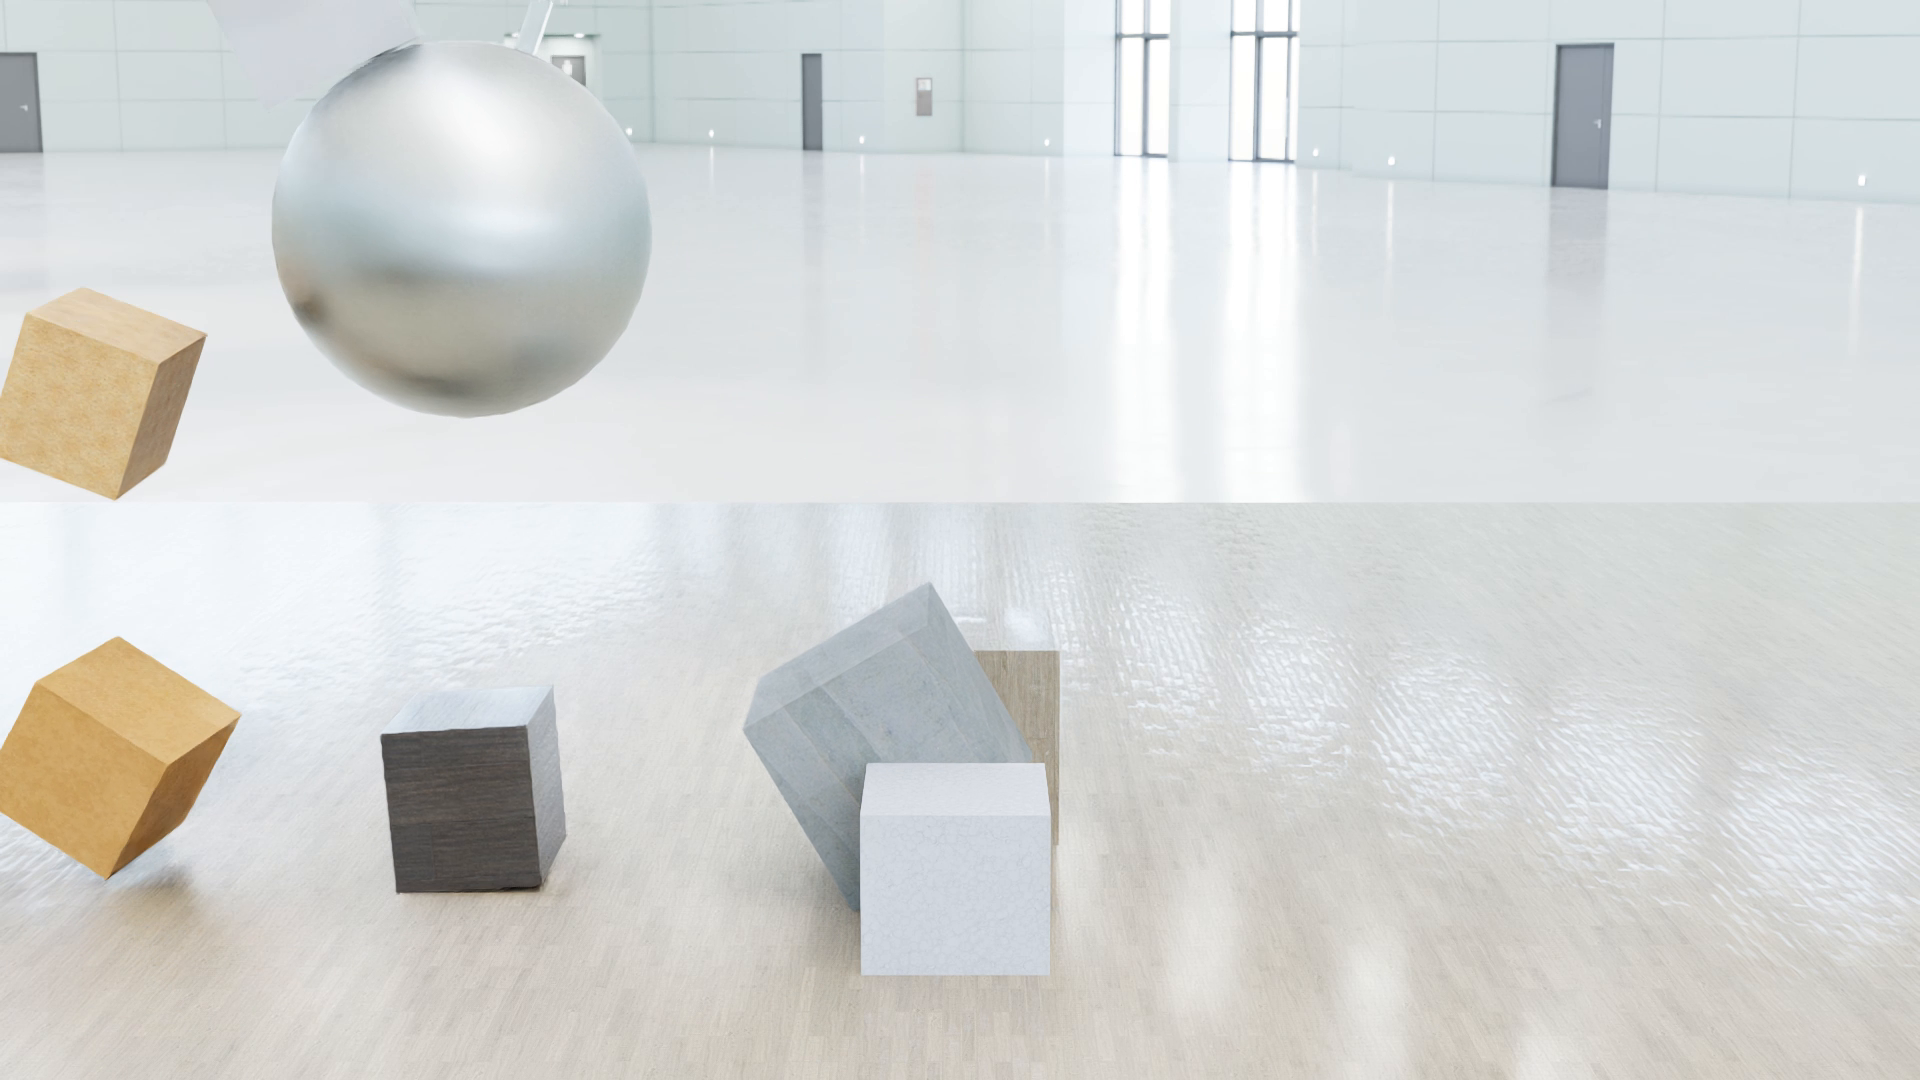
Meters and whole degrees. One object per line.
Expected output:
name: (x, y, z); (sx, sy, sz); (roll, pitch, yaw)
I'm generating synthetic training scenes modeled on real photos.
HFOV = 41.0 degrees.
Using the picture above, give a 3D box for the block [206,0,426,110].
block: (-2.705, -2.250, 10.684); (0.678, 0.652, 0.702); (-27, 14, -2)

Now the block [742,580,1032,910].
block: (-0.294, 0.880, 11.242); (0.898, 0.919, 0.946); (-30, 9, 5)

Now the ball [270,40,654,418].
ball: (-2.113, -1.319, 10.940); (1.600, 1.600, 1.600); (0, 10, 0)

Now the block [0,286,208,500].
block: (-3.707, -0.640, 11.041); (0.576, 0.634, 0.683); (21, 14, -5)

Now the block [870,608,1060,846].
block: (0.008, 0.869, 12.220); (0.896, 0.918, 0.962); (0, 10, 0)

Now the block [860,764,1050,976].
block: (-0.018, 1.326, 10.442); (0.744, 0.654, 0.770); (0, 10, 0)

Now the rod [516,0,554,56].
rod: (-0.916, -4.450, 10.371); (0.080, 5.200, 0.080); (20, 10, -4)

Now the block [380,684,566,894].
block: (-2.151, 1.098, 11.422); (0.631, 0.716, 0.735); (-3, 10, 1)

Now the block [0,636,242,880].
block: (-3.769, 0.955, 11.409); (0.673, 0.630, 0.737); (32, 16, 1)
